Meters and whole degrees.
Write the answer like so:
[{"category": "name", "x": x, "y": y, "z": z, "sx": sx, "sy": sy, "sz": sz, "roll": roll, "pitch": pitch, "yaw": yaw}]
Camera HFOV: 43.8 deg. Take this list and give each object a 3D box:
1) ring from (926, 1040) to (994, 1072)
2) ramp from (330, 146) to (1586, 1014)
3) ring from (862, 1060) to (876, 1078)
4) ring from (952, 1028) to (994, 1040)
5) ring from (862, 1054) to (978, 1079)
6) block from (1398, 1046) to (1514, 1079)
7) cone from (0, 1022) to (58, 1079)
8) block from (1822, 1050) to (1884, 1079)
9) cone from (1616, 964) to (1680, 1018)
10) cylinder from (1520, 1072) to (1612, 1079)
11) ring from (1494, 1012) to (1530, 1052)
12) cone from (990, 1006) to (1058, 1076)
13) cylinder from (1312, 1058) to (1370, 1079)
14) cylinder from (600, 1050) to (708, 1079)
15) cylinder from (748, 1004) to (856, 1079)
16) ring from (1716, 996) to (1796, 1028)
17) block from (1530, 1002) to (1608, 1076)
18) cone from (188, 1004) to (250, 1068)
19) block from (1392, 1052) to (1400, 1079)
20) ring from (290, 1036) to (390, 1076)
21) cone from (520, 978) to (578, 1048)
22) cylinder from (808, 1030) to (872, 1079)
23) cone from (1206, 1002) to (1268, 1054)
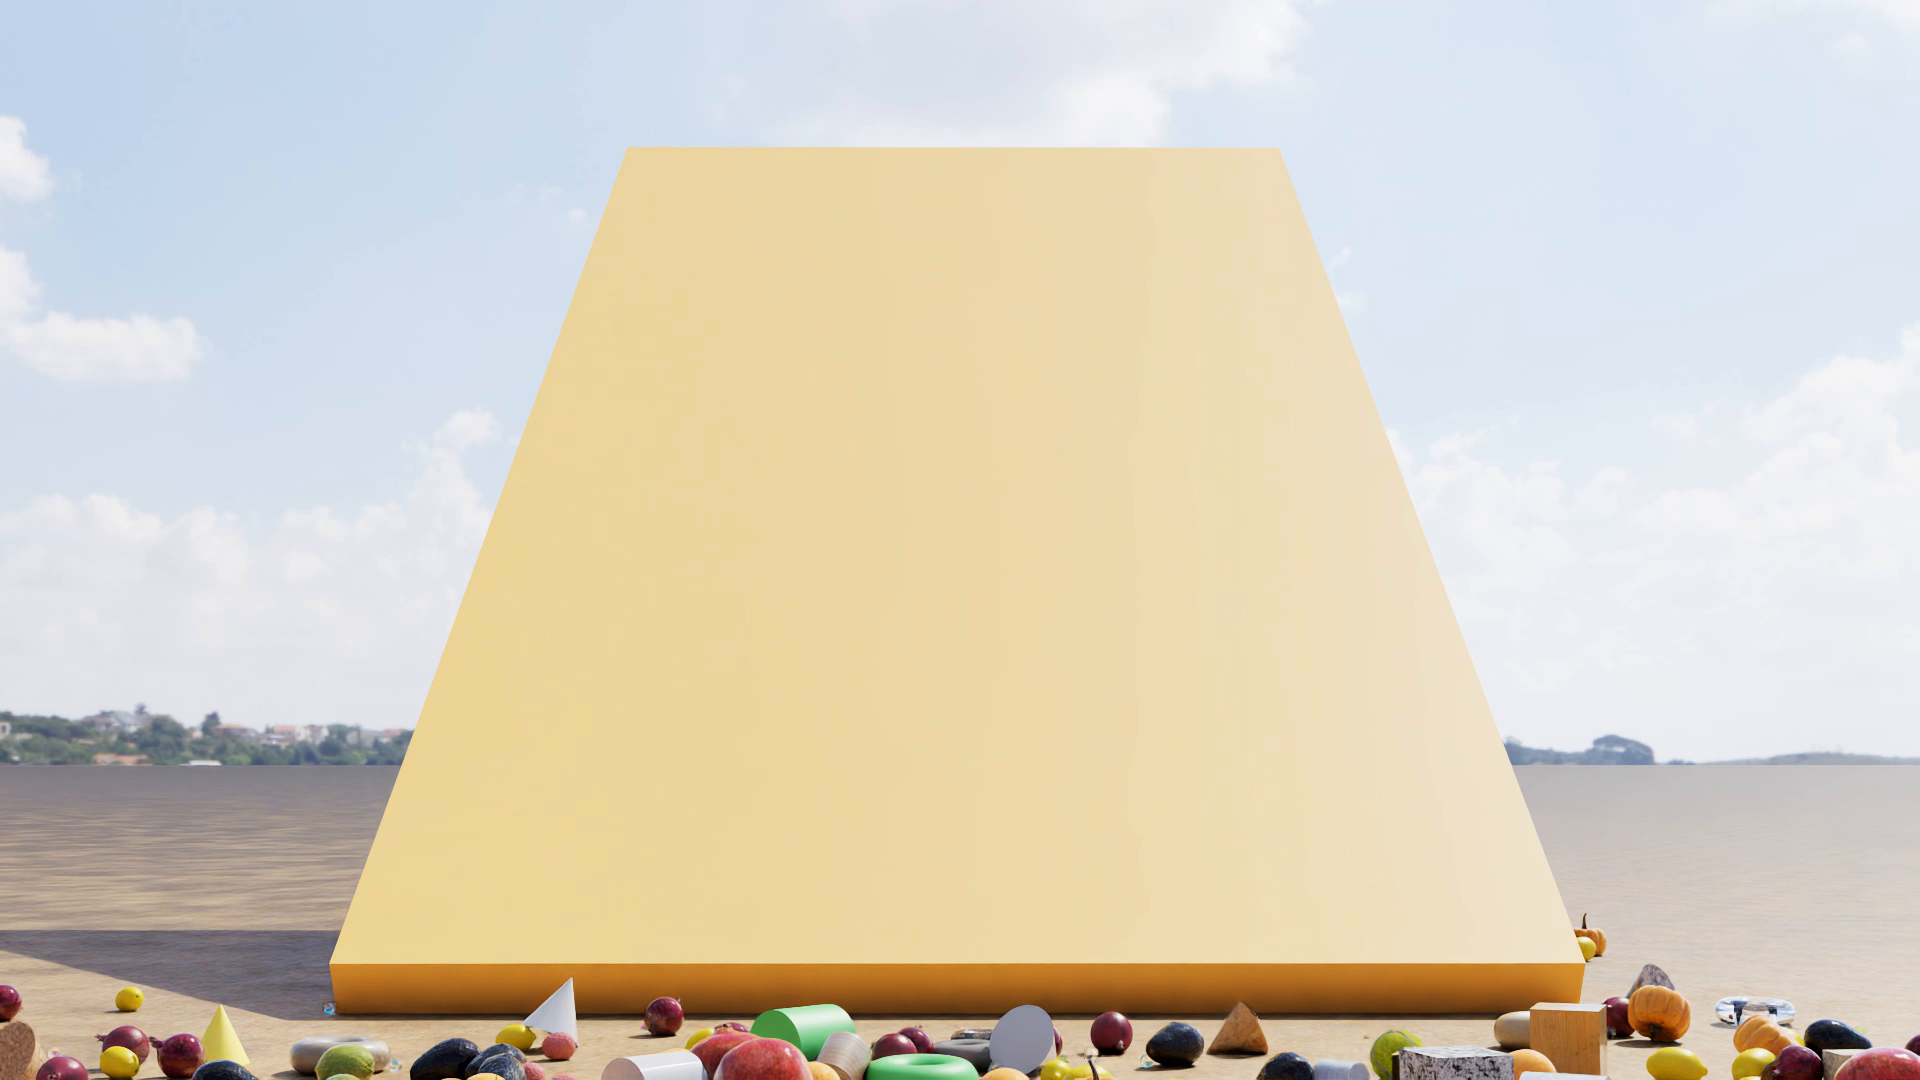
[{"category": "ring", "x": 0.006, "y": 0.682, "z": 3.156, "sx": 0.104, "sy": 0.035, "sz": 0.104, "roll": -1, "pitch": -6, "yaw": 0}, {"category": "ramp", "x": -0.011, "y": -0.222, "z": 5.588, "sx": 2.000, "sy": 0.100, "sz": 4.000, "roll": 0, "pitch": 28, "yaw": 0}, {"category": "ring", "x": -0.080, "y": 0.668, "z": 2.983, "sx": 0.093, "sy": 0.031, "sz": 0.093, "roll": -1, "pitch": -8, "yaw": 0}, {"category": "ring", "x": 0.030, "y": 0.701, "z": 3.340, "sx": 0.087, "sy": 0.029, "sz": 0.087, "roll": 0, "pitch": -7, "yaw": 0}, {"category": "ring", "x": -0.048, "y": 0.650, "z": 2.879, "sx": 0.140, "sy": 0.047, "sz": 0.140, "roll": 0, "pitch": -4, "yaw": 0}, {"category": "block", "x": 0.540, "y": 0.602, "z": 2.594, "sx": 0.090, "sy": 0.090, "sz": 0.090, "roll": 2, "pitch": -5, "yaw": -16}, {"category": "cone", "x": -1.146, "y": 0.659, "z": 2.952, "sx": 0.095, "sy": 0.095, "sz": 0.095, "roll": -3, "pitch": -33, "yaw": 30}, {"category": "block", "x": 1.087, "y": 0.650, "z": 2.903, "sx": 0.052, "sy": 0.052, "sz": 0.052, "roll": 1, "pitch": -5, "yaw": -6}, {"category": "cone", "x": 1.087, "y": 0.740, "z": 3.825, "sx": 0.091, "sy": 0.091, "sz": 0.091, "roll": 5, "pitch": -34, "yaw": -44}, {"category": "cylinder", "x": 0.623, "y": 0.592, "z": 2.452, "sx": 0.085, "sy": 0.085, "sz": 0.085, "roll": -3, "pitch": -6, "yaw": 26}, {"category": "ring", "x": 0.829, "y": 0.694, "z": 3.368, "sx": 0.148, "sy": 0.049, "sz": 0.148, "roll": 0, "pitch": -6, "yaw": 0}, {"category": "cone", "x": 0.105, "y": 0.675, "z": 3.137, "sx": 0.097, "sy": 0.097, "sz": 0.097, "roll": -4, "pitch": -33, "yaw": 35}, {"category": "cylinder", "x": 0.453, "y": 0.645, "z": 2.839, "sx": 0.050, "sy": 0.050, "sz": 0.050, "roll": -5, "pitch": -7, "yaw": 42}, {"category": "cylinder", "x": -0.333, "y": 0.605, "z": 2.604, "sx": 0.087, "sy": 0.087, "sz": 0.087, "roll": -5, "pitch": -7, "yaw": 43}, {"category": "cylinder", "x": -0.197, "y": 0.636, "z": 2.996, "sx": 0.098, "sy": 0.098, "sz": 0.098, "roll": -5, "pitch": -7, "yaw": 42}, {"category": "ring", "x": 1.225, "y": 0.727, "z": 3.676, "sx": 0.119, "sy": 0.040, "sz": 0.119, "roll": 1, "pitch": -5, "yaw": 0}, {"category": "block", "x": 0.790, "y": 0.650, "z": 3.096, "sx": 0.087, "sy": 0.087, "sz": 0.087, "roll": -2, "pitch": -6, "yaw": 21}, {"category": "cone", "x": -0.996, "y": 0.664, "z": 3.213, "sx": 0.080, "sy": 0.080, "sz": 0.080, "roll": 0, "pitch": -5, "yaw": 0}, {"category": "block", "x": 0.551, "y": 0.638, "z": 2.830, "sx": 0.061, "sy": 0.061, "sz": 0.061, "roll": -2, "pitch": -6, "yaw": 25}, {"category": "ring", "x": -0.811, "y": 0.675, "z": 3.124, "sx": 0.130, "sy": 0.043, "sz": 0.130, "roll": 1, "pitch": -6, "yaw": 0}, {"category": "cone", "x": -0.564, "y": 0.659, "z": 3.371, "sx": 0.089, "sy": 0.089, "sz": 0.089, "roll": 16, "pitch": -22, "yaw": 7}, {"category": "cylinder", "x": -0.144, "y": 0.630, "z": 2.858, "sx": 0.059, "sy": 0.059, "sz": 0.059, "roll": -2, "pitch": 28, "yaw": 22}, {"category": "cone", "x": 0.374, "y": 0.696, "z": 3.319, "sx": 0.078, "sy": 0.078, "sz": 0.078, "roll": -26, "pitch": 1, "yaw": -14}]
